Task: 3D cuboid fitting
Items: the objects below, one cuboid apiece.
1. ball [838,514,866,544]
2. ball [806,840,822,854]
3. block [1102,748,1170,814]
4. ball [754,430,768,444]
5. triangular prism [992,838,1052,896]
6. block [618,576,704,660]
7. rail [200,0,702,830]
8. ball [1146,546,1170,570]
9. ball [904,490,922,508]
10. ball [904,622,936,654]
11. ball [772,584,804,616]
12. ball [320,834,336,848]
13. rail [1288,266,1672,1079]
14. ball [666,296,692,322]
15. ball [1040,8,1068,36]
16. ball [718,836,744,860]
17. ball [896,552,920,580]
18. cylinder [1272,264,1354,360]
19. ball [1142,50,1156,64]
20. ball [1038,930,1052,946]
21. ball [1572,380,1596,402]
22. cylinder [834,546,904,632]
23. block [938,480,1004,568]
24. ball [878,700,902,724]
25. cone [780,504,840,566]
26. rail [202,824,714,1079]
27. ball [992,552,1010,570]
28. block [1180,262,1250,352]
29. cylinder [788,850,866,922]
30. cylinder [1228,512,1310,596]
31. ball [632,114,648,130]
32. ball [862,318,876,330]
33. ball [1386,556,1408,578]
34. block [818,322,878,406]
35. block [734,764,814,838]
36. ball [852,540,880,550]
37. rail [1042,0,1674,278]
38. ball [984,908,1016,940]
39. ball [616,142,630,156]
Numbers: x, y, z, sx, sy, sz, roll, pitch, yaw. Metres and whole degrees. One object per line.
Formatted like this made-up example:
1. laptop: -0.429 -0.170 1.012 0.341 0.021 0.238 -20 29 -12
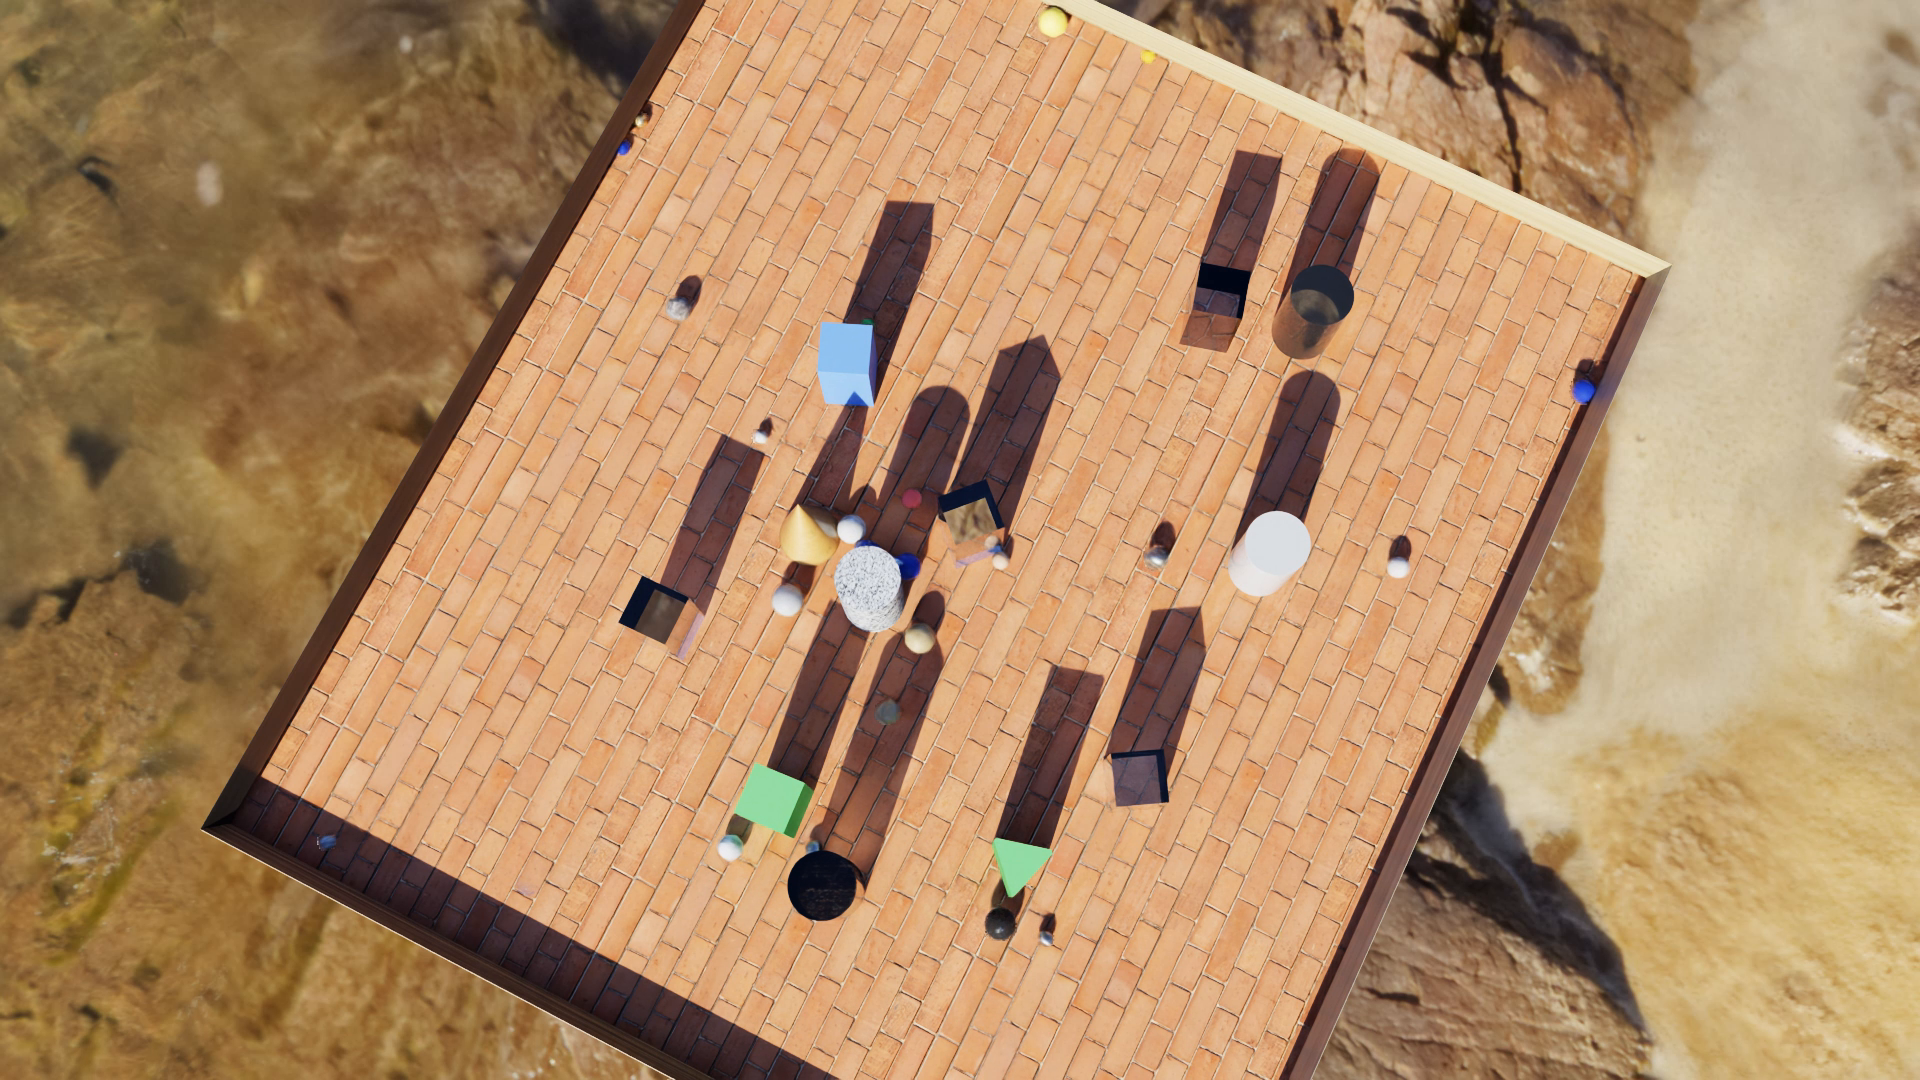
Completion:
1. ball: -0.329 -0.033 5.577 0.090 0.090 0.090 0 78 0
2. ball: -0.431 0.910 5.403 0.050 0.050 0.050 0 78 0
3. block: 0.508 0.701 5.316 0.151 0.303 0.151 -5 78 -1
4. ball: -0.614 -0.318 5.661 0.042 0.042 0.042 0 78 0
5. triangular prism: 0.149 0.912 5.249 0.142 0.350 0.163 42 81 8
6. block: -0.875 0.234 5.397 0.151 0.336 0.151 25 79 5
7. rail: -1.398 -0.678 5.693 0.045 0.123 3.519 26 80 5
8. ball: 0.601 0.052 5.568 0.073 0.073 0.073 0 78 0
9. ball: -0.144 -0.126 5.612 0.059 0.059 0.059 0 78 0
10. ball: -0.120 0.294 5.508 0.092 0.092 0.092 0 78 0
11. ball: -0.519 0.180 5.531 0.094 0.094 0.094 0 78 0
12. ball: -1.867 0.891 5.411 0.042 0.042 0.042 0 78 0
13. rail: 1.398 0.691 5.410 0.045 0.123 3.519 26 80 5
14. ball: -0.877 -0.723 5.727 0.077 0.077 0.077 0 78 0
15. ball: 0.302 -1.671 5.916 0.091 0.091 0.091 0 78 0
16. ball: -0.674 0.906 5.391 0.075 0.075 0.075 0 78 0
17. ball: -0.161 0.080 5.557 0.085 0.085 0.085 0 78 0
18. cylinder: 1.072 -0.690 5.585 0.189 0.341 0.189 0 78 0
19. ball: 0.610 -1.563 5.917 0.044 0.044 0.044 0 78 0
20. ball: 0.248 1.163 5.353 0.044 0.044 0.044 0 78 0
21. ball: 1.933 -0.462 5.675 0.072 0.072 0.072 0 78 0
22. cylinder: -0.262 0.148 5.387 0.189 0.388 0.189 0 78 0
23. block: 0.031 -0.043 5.439 0.151 0.365 0.151 -20 79 -4
24. ball: -0.211 0.514 5.474 0.071 0.071 0.071 0 78 0
25. cone: -0.459 -0.058 5.407 0.189 0.434 0.189 0 78 0
26. rail: -0.776 1.527 5.237 3.173 0.123 0.045 26 80 5
27. ball: 0.124 0.062 5.576 0.054 0.054 0.054 0 78 0
28. block: 0.775 -0.706 5.593 0.151 0.331 0.151 11 79 2
29. cylinder: -0.374 0.982 5.186 0.189 0.446 0.189 0 78 0
30. cylinder: 0.912 0.044 5.430 0.189 0.347 0.189 0 78 0
31. ball: -1.026 -1.340 5.869 0.048 0.048 0.048 0 78 0
32. ball: -0.287 -0.669 5.731 0.046 0.046 0.046 0 78 0
33. ball: 1.329 0.083 5.565 0.066 0.066 0.066 0 78 0
34. block: -0.338 -0.529 5.551 0.151 0.342 0.151 4 78 1
35. block: -0.533 0.755 5.284 0.151 0.345 0.151 22 79 4
36. ball: -0.283 0.043 5.561 0.091 0.091 0.091 0 78 0
37. rail: 0.776 -1.514 5.866 3.173 0.123 0.045 26 80 5
38. ball: 0.117 1.117 5.338 0.093 0.093 0.093 0 78 0
39. ball: -1.077 -1.251 5.853 0.043 0.043 0.043 0 78 0
